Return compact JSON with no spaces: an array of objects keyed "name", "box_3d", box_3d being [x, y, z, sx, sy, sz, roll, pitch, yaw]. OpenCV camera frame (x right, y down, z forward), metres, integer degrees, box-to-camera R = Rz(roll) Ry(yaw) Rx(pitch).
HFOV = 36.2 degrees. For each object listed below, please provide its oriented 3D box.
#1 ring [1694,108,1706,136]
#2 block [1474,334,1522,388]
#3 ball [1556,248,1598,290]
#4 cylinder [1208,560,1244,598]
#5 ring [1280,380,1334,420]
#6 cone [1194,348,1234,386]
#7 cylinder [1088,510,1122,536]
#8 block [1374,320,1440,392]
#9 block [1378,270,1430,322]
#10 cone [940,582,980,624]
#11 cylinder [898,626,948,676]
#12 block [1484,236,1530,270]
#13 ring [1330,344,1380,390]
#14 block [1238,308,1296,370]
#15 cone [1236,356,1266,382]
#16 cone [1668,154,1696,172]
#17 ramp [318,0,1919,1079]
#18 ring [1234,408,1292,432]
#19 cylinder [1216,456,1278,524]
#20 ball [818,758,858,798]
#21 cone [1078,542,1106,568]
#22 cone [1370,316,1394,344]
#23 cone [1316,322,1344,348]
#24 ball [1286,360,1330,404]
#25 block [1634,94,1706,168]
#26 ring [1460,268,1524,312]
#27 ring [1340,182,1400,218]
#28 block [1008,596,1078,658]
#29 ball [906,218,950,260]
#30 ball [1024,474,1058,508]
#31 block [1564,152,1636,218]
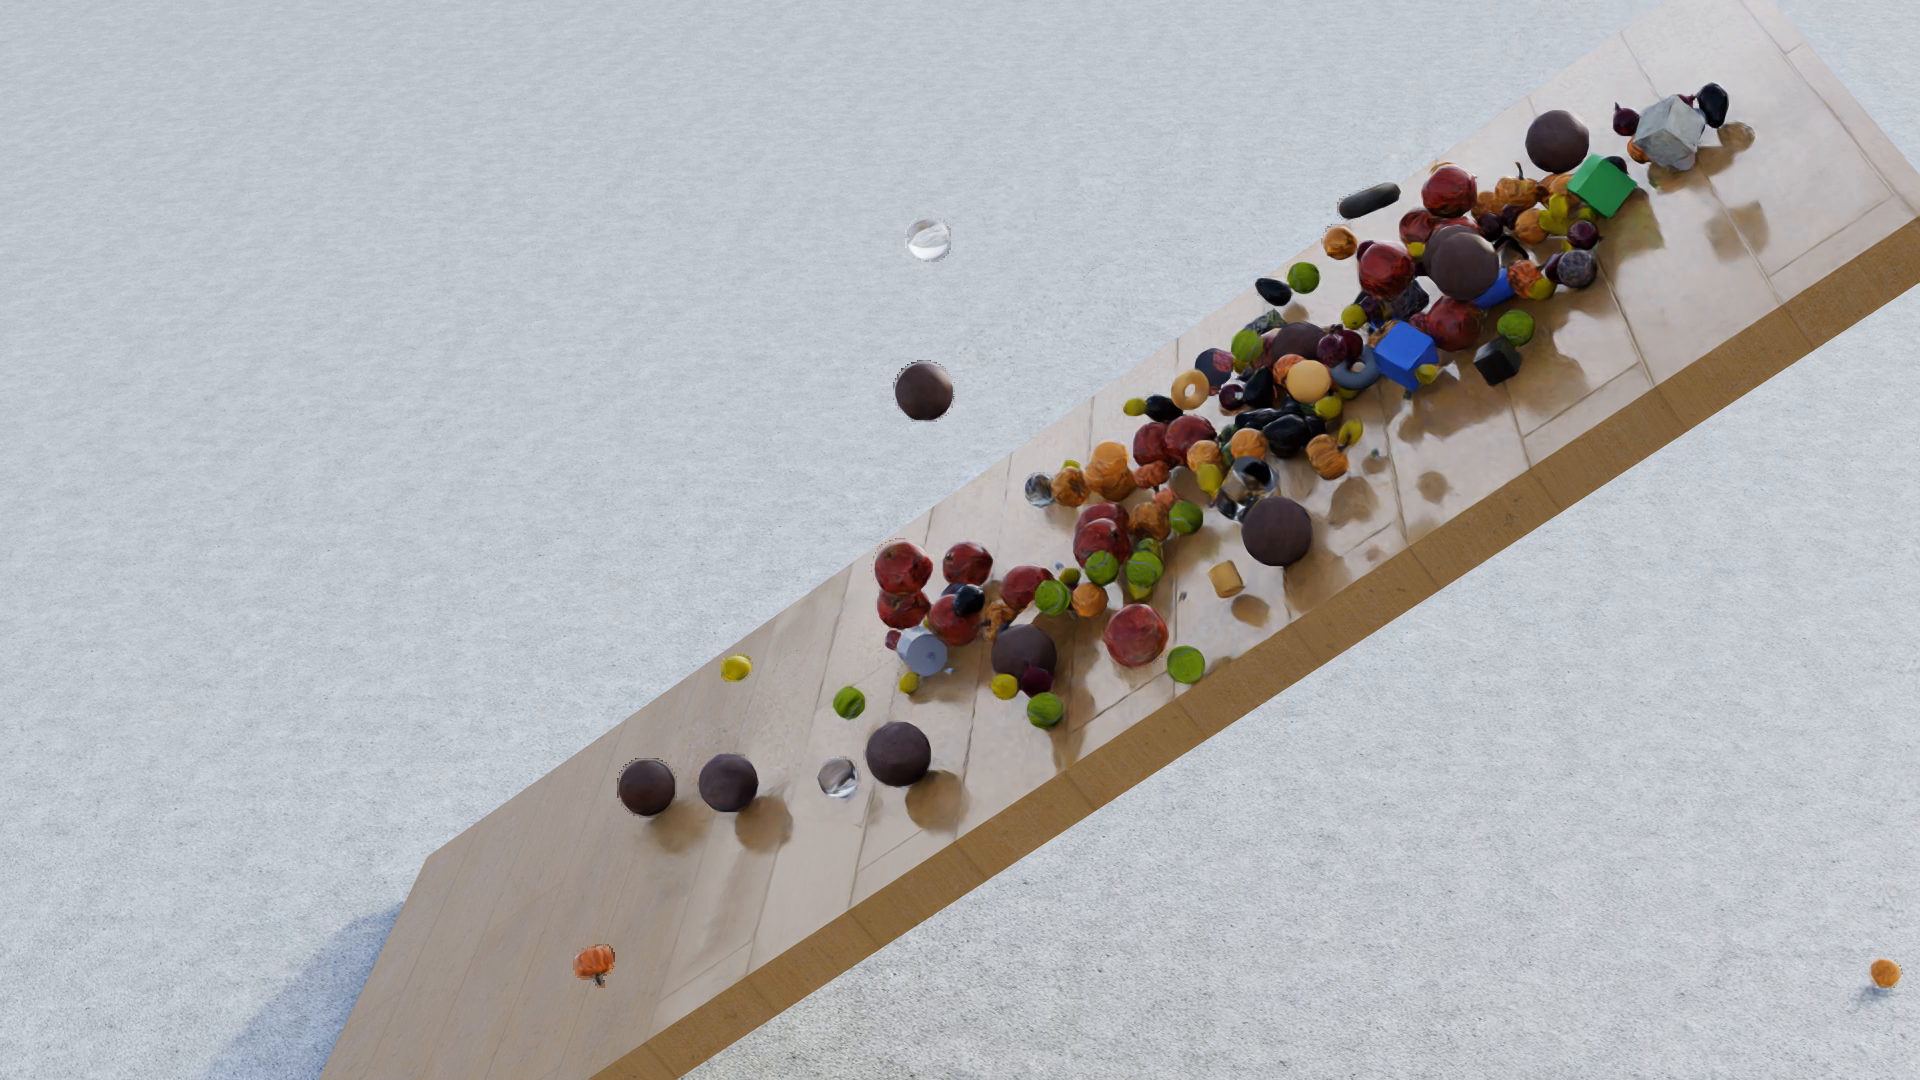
[{"name":"ring","box_3d":[1.429,-0.796,5.775,0.036,0.109,0.109,26,24,-3]},{"name":"block","box_3d":[1.001,-0.334,5.471,0.059,0.059,0.059,-29,19,33]},{"name":"ball","box_3d":[1.167,-0.512,5.560,0.077,0.077,0.077,0,23,0]},{"name":"cylinder","box_3d":[0.494,0.074,5.452,0.052,0.052,0.052,-12,68,-26]},{"name":"ring","box_3d":[0.714,-0.291,6.044,0.123,0.041,0.123,-35,16,11]},{"name":"cone","box_3d":[0.545,-0.381,6.366,0.083,0.083,0.083,0,12,-1]},{"name":"cylinder","box_3d":[0.306,-0.035,6.200,0.053,0.053,0.053,-13,9,-28]},{"name":"block","box_3d":[0.868,-0.358,5.716,0.084,0.084,0.084,35,78,29]},{"name":"block","box_3d":[0.910,-0.494,6.031,0.072,0.072,0.072,-38,-12,-2]},{"name":"cone","box_3d":[0.012,0.140,6.435,0.092,0.092,0.092,7,0,17]},{"name":"cylinder","box_3d":[-0.080,0.237,6.283,0.090,0.090,0.090,-6,10,-13]},{"name":"block","box_3d":[1.098,-0.571,5.912,0.056,0.056,0.056,-43,15,-2]},{"name":"ring","box_3d":[0.795,-0.347,5.899,0.106,0.035,0.106,-7,57,11]},{"name":"block","box_3d":[0.677,-0.441,6.469,0.082,0.082,0.082,-30,18,30]},{"name":"cone","box_3d":[0.622,-0.357,6.370,0.061,0.061,0.061,-24,25,0]},{"name":"cone","box_3d":[1.397,-0.732,5.744,0.058,0.058,0.058,4,65,-8]},{"name":"ramp","box_3d":[0.128,0.180,6.324,4.000,0.100,2.000,-34,16,17]},{"name":"ring","box_3d":[0.612,-0.241,5.936,0.116,0.039,0.116,-1,10,0]},{"name":"cylinder","box_3d":[0.553,-0.097,5.682,0.092,0.092,0.092,12,47,-14]},{"name":"ball","box_3d":[-0.248,0.484,5.986,0.083,0.083,0.083,0,23,0]},{"name":"cone","box_3d":[0.282,0.024,6.171,0.058,0.058,0.058,-14,25,-9]},{"name":"cone","box_3d":[0.866,-0.444,6.098,0.054,0.054,0.054,-36,16,12]},{"name":"cone","box_3d":[0.777,-0.440,6.241,0.056,0.056,0.056,12,21,-10]},{"name":"ball","box_3d":[0.655,-0.298,5.534,0.083,0.083,0.083,0,23,0]},{"name":"block","box_3d":[1.344,-0.775,5.576,0.084,0.084,0.084,-23,38,53]},{"name":"ring","box_3d":[1.050,-0.495,5.809,0.134,0.045,0.134,-27,11,6]},{"name":"ring","box_3d":[0.865,-0.717,6.214,0.135,0.045,0.135,-22,6,2]},{"name":"block","box_3d":[0.168,0.174,5.906,0.082,0.082,0.082,-47,17,-27]},{"name":"ball","box_3d":[-0.062,-0.587,5.746,0.084,0.084,0.084,0,23,0]},{"name":"ball","box_3d":[0.184,-0.113,6.681,0.077,0.077,0.077,0,23,0]},{"name":"block","box_3d":[1.263,-0.699,5.799,0.087,0.087,0.087,36,9,-11]}]
